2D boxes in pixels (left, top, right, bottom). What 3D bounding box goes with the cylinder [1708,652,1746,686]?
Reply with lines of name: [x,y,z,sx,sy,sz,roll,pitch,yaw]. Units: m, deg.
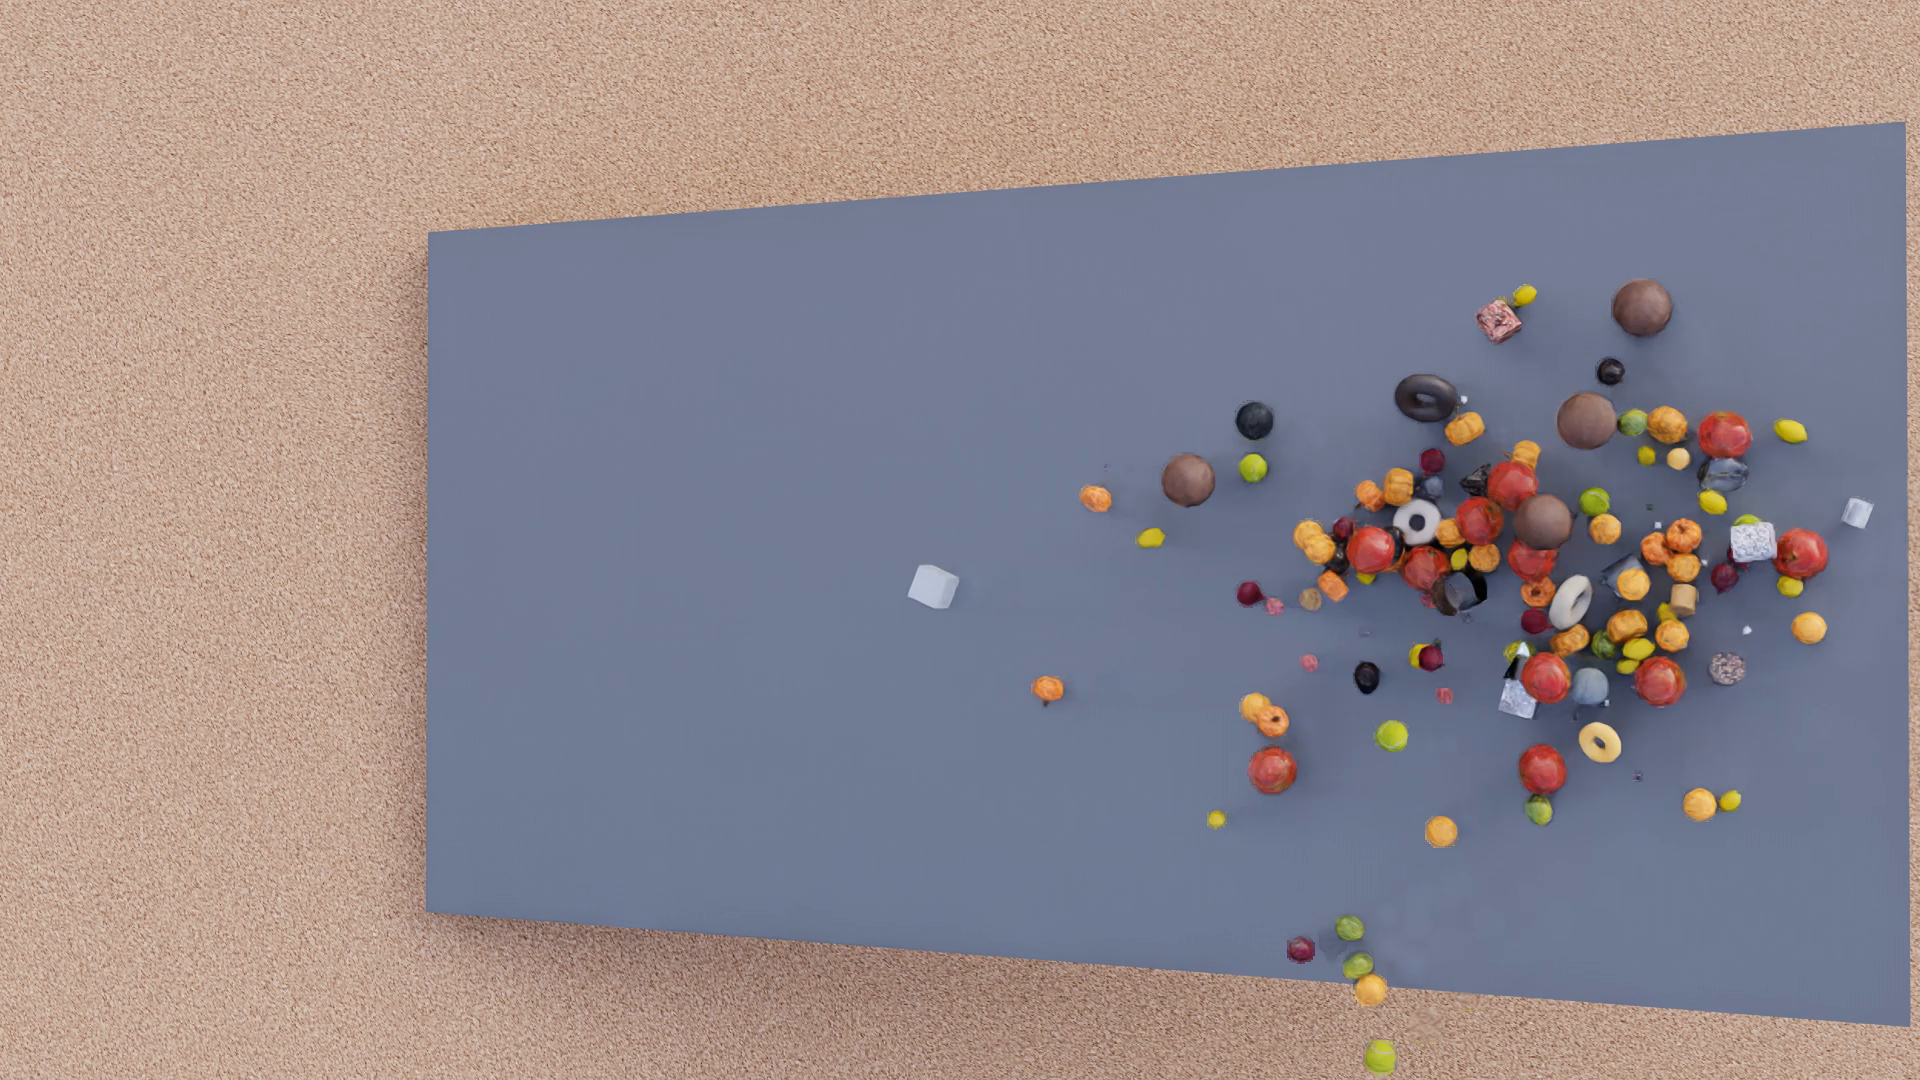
cylinder: [1.726,0.291,4.947,0.073,0.073,0.073,-2,82,15]

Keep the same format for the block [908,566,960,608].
block: [-0.068,0.123,5.760,0.086,0.086,0.086,24,99,22]

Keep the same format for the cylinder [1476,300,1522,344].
cylinder: [1.271,-0.514,5.182,0.077,0.077,0.077,-33,76,0]

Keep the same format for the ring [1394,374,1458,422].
ring: [1.107,-0.337,5.228,0.148,0.148,0.049,22,55,0]

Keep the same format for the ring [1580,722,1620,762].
ring: [1.464,0.464,5.029,0.034,0.101,0.101,-32,89,-39]

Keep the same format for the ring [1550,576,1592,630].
ring: [1.402,0.143,5.047,0.045,0.136,0.136,31,89,36]

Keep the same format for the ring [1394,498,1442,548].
ring: [1.097,-0.041,5.274,0.118,0.039,0.118,-1,88,24]

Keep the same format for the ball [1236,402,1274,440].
ball: [0.725,-0.293,5.411,0.093,0.093,0.093,0,89,0]

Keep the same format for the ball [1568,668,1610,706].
ball: [1.446,0.338,5.057,0.091,0.091,0.091,0,89,0]

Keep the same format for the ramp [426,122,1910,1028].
ramp: [0.283,0.084,5.708,4.000,0.100,2.000,0,89,24]

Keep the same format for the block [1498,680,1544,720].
block: [1.316,0.369,5.152,0.078,0.078,0.078,16,96,23]

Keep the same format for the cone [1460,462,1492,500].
cone: [1.240,-0.154,5.214,0.083,0.083,0.083,31,74,0]

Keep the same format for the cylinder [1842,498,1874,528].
cylinder: [1.986,-0.060,4.869,0.052,0.052,0.052,16,106,0]

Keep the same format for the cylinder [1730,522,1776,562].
cylinder: [1.746,0.005,4.839,0.082,0.082,0.082,-9,89,28]

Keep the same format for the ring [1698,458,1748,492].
ring: [1.723,-0.146,4.965,0.108,0.108,0.036,8,57,0]

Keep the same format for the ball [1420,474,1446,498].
ball: [1.129,-0.128,5.247,0.059,0.059,0.059,0,89,0]

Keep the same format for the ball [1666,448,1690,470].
ball: [1.635,-0.185,5.002,0.051,0.051,0.051,0,89,0]

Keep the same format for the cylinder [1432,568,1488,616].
cylinder: [1.176,0.122,5.177,0.093,0.093,0.093,-21,89,-29]

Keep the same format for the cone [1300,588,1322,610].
cone: [0.850,0.146,5.372,0.056,0.056,0.056,0,89,24]

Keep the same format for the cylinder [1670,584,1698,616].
cylinder: [1.648,0.136,5.011,0.055,0.055,0.055,14,70,0]
